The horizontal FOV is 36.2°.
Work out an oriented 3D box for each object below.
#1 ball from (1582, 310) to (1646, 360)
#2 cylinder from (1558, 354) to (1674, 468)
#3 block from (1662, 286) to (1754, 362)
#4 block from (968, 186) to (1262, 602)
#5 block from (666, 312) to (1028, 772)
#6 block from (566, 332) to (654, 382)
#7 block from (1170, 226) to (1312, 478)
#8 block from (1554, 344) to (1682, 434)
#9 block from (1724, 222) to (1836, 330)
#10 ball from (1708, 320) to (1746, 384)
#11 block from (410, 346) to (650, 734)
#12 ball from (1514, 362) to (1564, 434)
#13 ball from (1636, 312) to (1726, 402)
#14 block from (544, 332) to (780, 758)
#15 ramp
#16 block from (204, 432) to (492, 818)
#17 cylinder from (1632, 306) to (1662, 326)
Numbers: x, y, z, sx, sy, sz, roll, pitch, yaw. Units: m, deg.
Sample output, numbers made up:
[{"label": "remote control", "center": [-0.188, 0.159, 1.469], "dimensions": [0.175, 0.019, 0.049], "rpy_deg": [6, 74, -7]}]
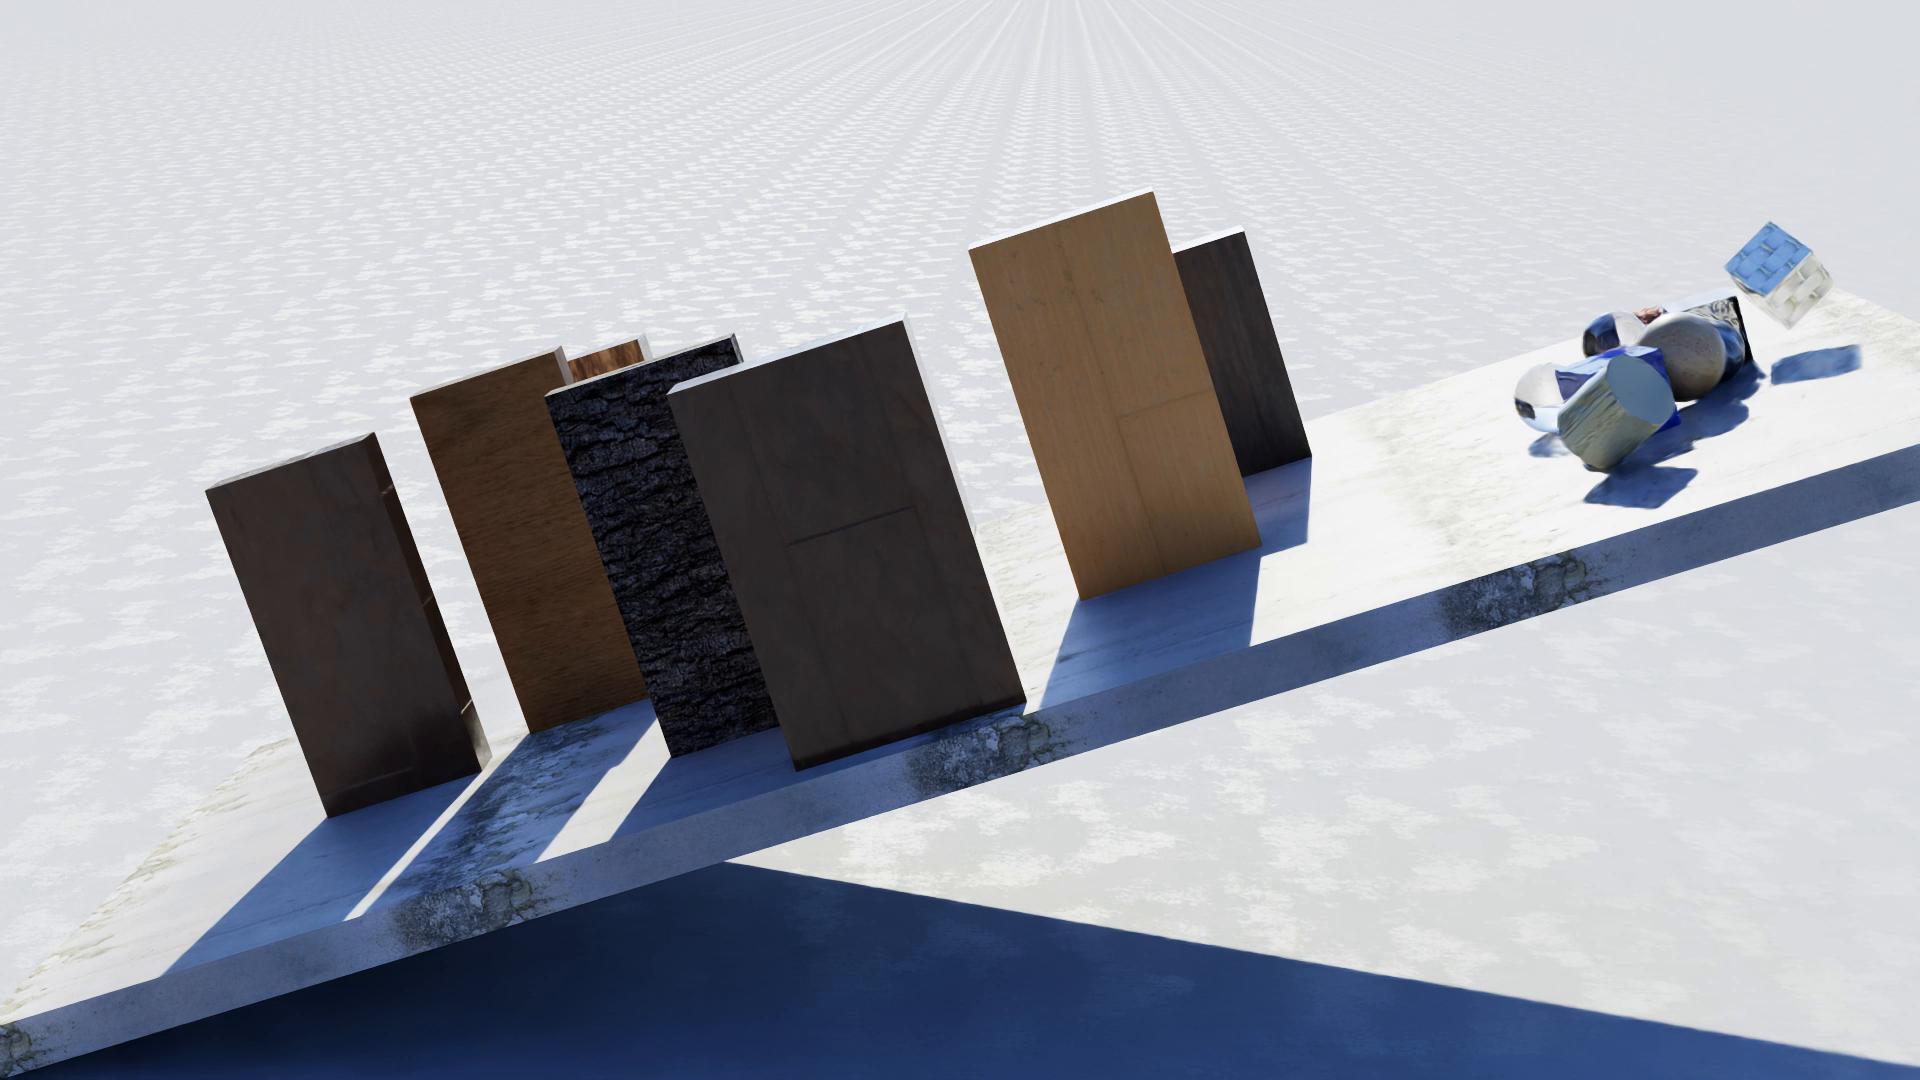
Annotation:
[{"label": "ball", "center": [1.373, -0.412, 6.160], "dimensions": [0.142, 0.142, 0.142], "rpy_deg": [0, 12, 0]}, {"label": "cylinder", "center": [1.261, -0.246, 5.659], "dimensions": [0.159, 0.159, 0.159], "rpy_deg": [-8, -27, -35]}, {"label": "block", "center": [1.609, -0.449, 6.336], "dimensions": [0.143, 0.143, 0.143], "rpy_deg": [-16, 11, 9]}, {"label": "block", "center": [0.320, -0.299, 6.041], "dimensions": [0.391, 0.762, 0.120], "rpy_deg": [-17, 10, 5]}, {"label": "block", "center": [-0.201, 0.004, 5.418], "dimensions": [0.449, 0.740, 0.132], "rpy_deg": [-17, 10, 5]}, {"label": "block", "center": [-0.810, -0.103, 7.083], "dimensions": [0.337, 0.715, 0.126], "rpy_deg": [-17, 10, 5]}, {"label": "block", "center": [0.603, -0.422, 6.801], "dimensions": [0.268, 0.545, 0.136], "rpy_deg": [-17, 10, 5]}, {"label": "block", "center": [1.327, -0.289, 5.941], "dimensions": [0.161, 0.161, 0.161], "rpy_deg": [-20, 11, -11]}, {"label": "block", "center": [1.738, -0.560, 6.238], "dimensions": [0.138, 0.138, 0.138], "rpy_deg": [39, 8, -42]}, {"label": "ball", "center": [1.567, -0.392, 6.134], "dimensions": [0.137, 0.137, 0.137], "rpy_deg": [0, 12, 0]}, {"label": "block", "center": [-0.915, 0.002, 6.499], "dimensions": [0.337, 0.793, 0.099], "rpy_deg": [-17, 10, 5]}, {"label": "ball", "center": [1.238, -0.298, 6.179], "dimensions": [0.148, 0.148, 0.148], "rpy_deg": [0, 12, 0]}, {"label": "ball", "center": [1.470, -0.373, 6.007], "dimensions": [0.185, 0.185, 0.185], "rpy_deg": [0, 12, 0]}, {"label": "block", "center": [-0.509, 0.014, 5.819], "dimensions": [0.384, 0.766, 0.080], "rpy_deg": [-17, 10, 5]}, {"label": "ramp", "center": [0.101, 0.183, 6.310], "dimensions": [4.000, 0.100, 2.000], "rpy_deg": [-17, 10, 5]}, {"label": "block", "center": [-1.310, 0.185, 6.328], "dimensions": [0.357, 0.756, 0.120], "rpy_deg": [-17, 10, 5]}, {"label": "cylinder", "center": [1.489, -0.433, 6.488], "dimensions": [0.134, 0.134, 0.134], "rpy_deg": [-17, 10, 6]}]
